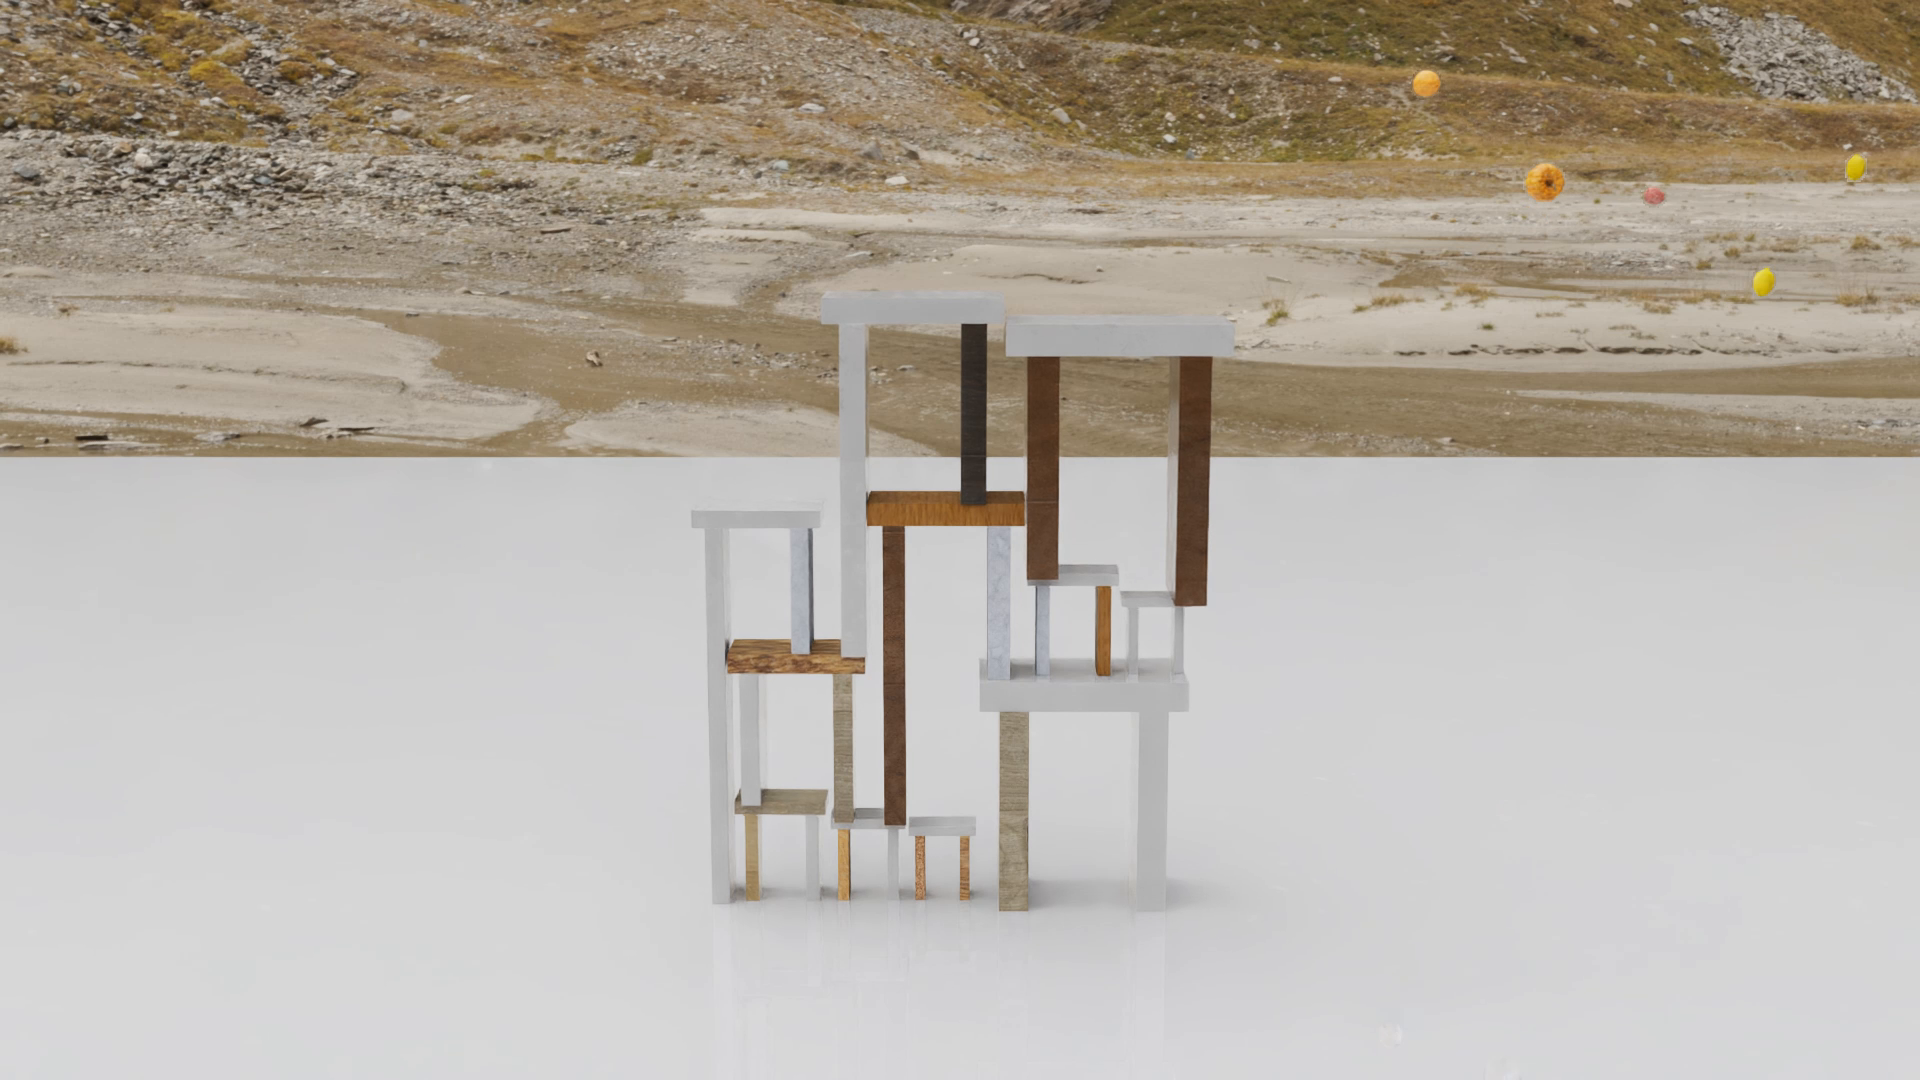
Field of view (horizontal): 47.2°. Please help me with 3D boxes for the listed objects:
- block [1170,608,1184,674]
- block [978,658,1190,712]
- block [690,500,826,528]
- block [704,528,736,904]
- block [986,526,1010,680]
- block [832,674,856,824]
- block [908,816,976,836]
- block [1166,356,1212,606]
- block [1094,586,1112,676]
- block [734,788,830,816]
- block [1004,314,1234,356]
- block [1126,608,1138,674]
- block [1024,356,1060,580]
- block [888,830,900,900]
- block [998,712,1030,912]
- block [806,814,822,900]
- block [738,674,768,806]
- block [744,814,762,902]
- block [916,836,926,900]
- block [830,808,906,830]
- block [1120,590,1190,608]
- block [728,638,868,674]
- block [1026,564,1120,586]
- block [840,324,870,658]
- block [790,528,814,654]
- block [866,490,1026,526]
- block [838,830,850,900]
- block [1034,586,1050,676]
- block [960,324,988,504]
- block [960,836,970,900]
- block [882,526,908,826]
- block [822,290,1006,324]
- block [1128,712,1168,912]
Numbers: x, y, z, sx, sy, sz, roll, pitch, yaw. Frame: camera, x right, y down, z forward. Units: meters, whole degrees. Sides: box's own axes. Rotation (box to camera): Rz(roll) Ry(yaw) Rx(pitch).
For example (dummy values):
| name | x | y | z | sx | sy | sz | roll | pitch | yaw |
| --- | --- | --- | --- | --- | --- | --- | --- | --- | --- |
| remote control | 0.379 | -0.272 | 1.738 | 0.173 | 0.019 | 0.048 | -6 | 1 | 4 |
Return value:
| name | x | y | z | sx | sy | sz | roll | pitch | yaw |
| --- | --- | --- | --- | --- | --- | --- | --- | --- | --- |
| block | 0.355 | 0.158 | 3.591 | 0.016 | 0.111 | 0.055 | 0 | 10 | 0 |
| block | 0.199 | 0.237 | 3.603 | 0.336 | 0.048 | 0.168 | 0 | 11 | 0 |
| block | -0.325 | -0.042 | 3.550 | 0.205 | 0.029 | 0.103 | 0 | 11 | 1 |
| block | -0.393 | 0.281 | 3.612 | 0.029 | 0.629 | 0.103 | 0 | 11 | 0 |
| block | 0.063 | 0.090 | 3.572 | 0.036 | 0.252 | 0.126 | 0 | 11 | 0 |
| block | -0.189 | 0.329 | 3.617 | 0.031 | 0.251 | 0.111 | 0 | 11 | 0 |
| block | -0.029 | 0.474 | 3.643 | 0.111 | 0.016 | 0.055 | 0 | 11 | 0 |
| block | 0.367 | -0.106 | 3.538 | 0.050 | 0.397 | 0.177 | 0 | 10 | 0 |
| block | 0.233 | 0.140 | 3.584 | 0.021 | 0.148 | 0.074 | 0 | 11 | 0 |
| block | -0.294 | 0.433 | 3.639 | 0.149 | 0.021 | 0.075 | 0 | 11 | 2 |
| block | 0.249 | -0.326 | 3.498 | 0.354 | 0.050 | 0.177 | 0 | 10 | 0 |
| block | 0.281 | 0.158 | 3.590 | 0.016 | 0.111 | 0.055 | 0 | 10 | 0 |
| block | 0.130 | -0.127 | 3.534 | 0.050 | 0.354 | 0.177 | 0 | 10 | 0 |
| block | -0.110 | 0.530 | 3.654 | 0.017 | 0.123 | 0.062 | 0 | 11 | 0 |
| block | 0.087 | 0.425 | 3.637 | 0.048 | 0.336 | 0.168 | 0 | 11 | 0 |
| block | -0.243 | 0.516 | 3.657 | 0.021 | 0.149 | 0.075 | 0 | 11 | 0 |
| block | -0.339 | 0.314 | 3.616 | 0.031 | 0.221 | 0.111 | 0 | 11 | 1 |
| block | -0.343 | 0.516 | 3.656 | 0.021 | 0.149 | 0.075 | 0 | 11 | 0 |
| block | -0.066 | 0.536 | 3.655 | 0.016 | 0.111 | 0.055 | 0 | 11 | 0 |
| block | -0.151 | 0.461 | 3.641 | 0.123 | 0.017 | 0.062 | 0 | 11 | 0 |
| block | 0.317 | 0.096 | 3.579 | 0.111 | 0.016 | 0.055 | 0 | 10 | 0 |
| block | -0.263 | 0.190 | 3.591 | 0.221 | 0.031 | 0.111 | 0 | 11 | 0 |
| block | 0.182 | 0.057 | 3.569 | 0.149 | 0.021 | 0.074 | 0 | 10 | 0 |
| block | -0.169 | -0.087 | 3.538 | 0.040 | 0.533 | 0.143 | 0 | 11 | 0 |
| block | -0.256 | 0.073 | 3.571 | 0.029 | 0.205 | 0.103 | 0 | 11 | 1 |
| block | -0.021 | -0.051 | 3.545 | 0.252 | 0.036 | 0.126 | 0 | 11 | 0 |
| block | -0.192 | 0.530 | 3.654 | 0.017 | 0.123 | 0.062 | 0 | 11 | 0 |
| block | 0.134 | 0.140 | 3.585 | 0.021 | 0.148 | 0.074 | 0 | 10 | 0 |
| block | 0.021 | -0.209 | 3.517 | 0.040 | 0.285 | 0.143 | 0 | 11 | 0 |
| block | 0.008 | 0.536 | 3.655 | 0.016 | 0.111 | 0.055 | 0 | 11 | 0 |
| block | -0.105 | 0.209 | 3.594 | 0.036 | 0.494 | 0.126 | 0 | 11 | 0 |
| block | -0.073 | -0.369 | 3.486 | 0.285 | 0.040 | 0.143 | 0 | 11 | 0 |
| block | 0.311 | 0.425 | 3.637 | 0.048 | 0.336 | 0.168 | 0 | 11 | 0 |
